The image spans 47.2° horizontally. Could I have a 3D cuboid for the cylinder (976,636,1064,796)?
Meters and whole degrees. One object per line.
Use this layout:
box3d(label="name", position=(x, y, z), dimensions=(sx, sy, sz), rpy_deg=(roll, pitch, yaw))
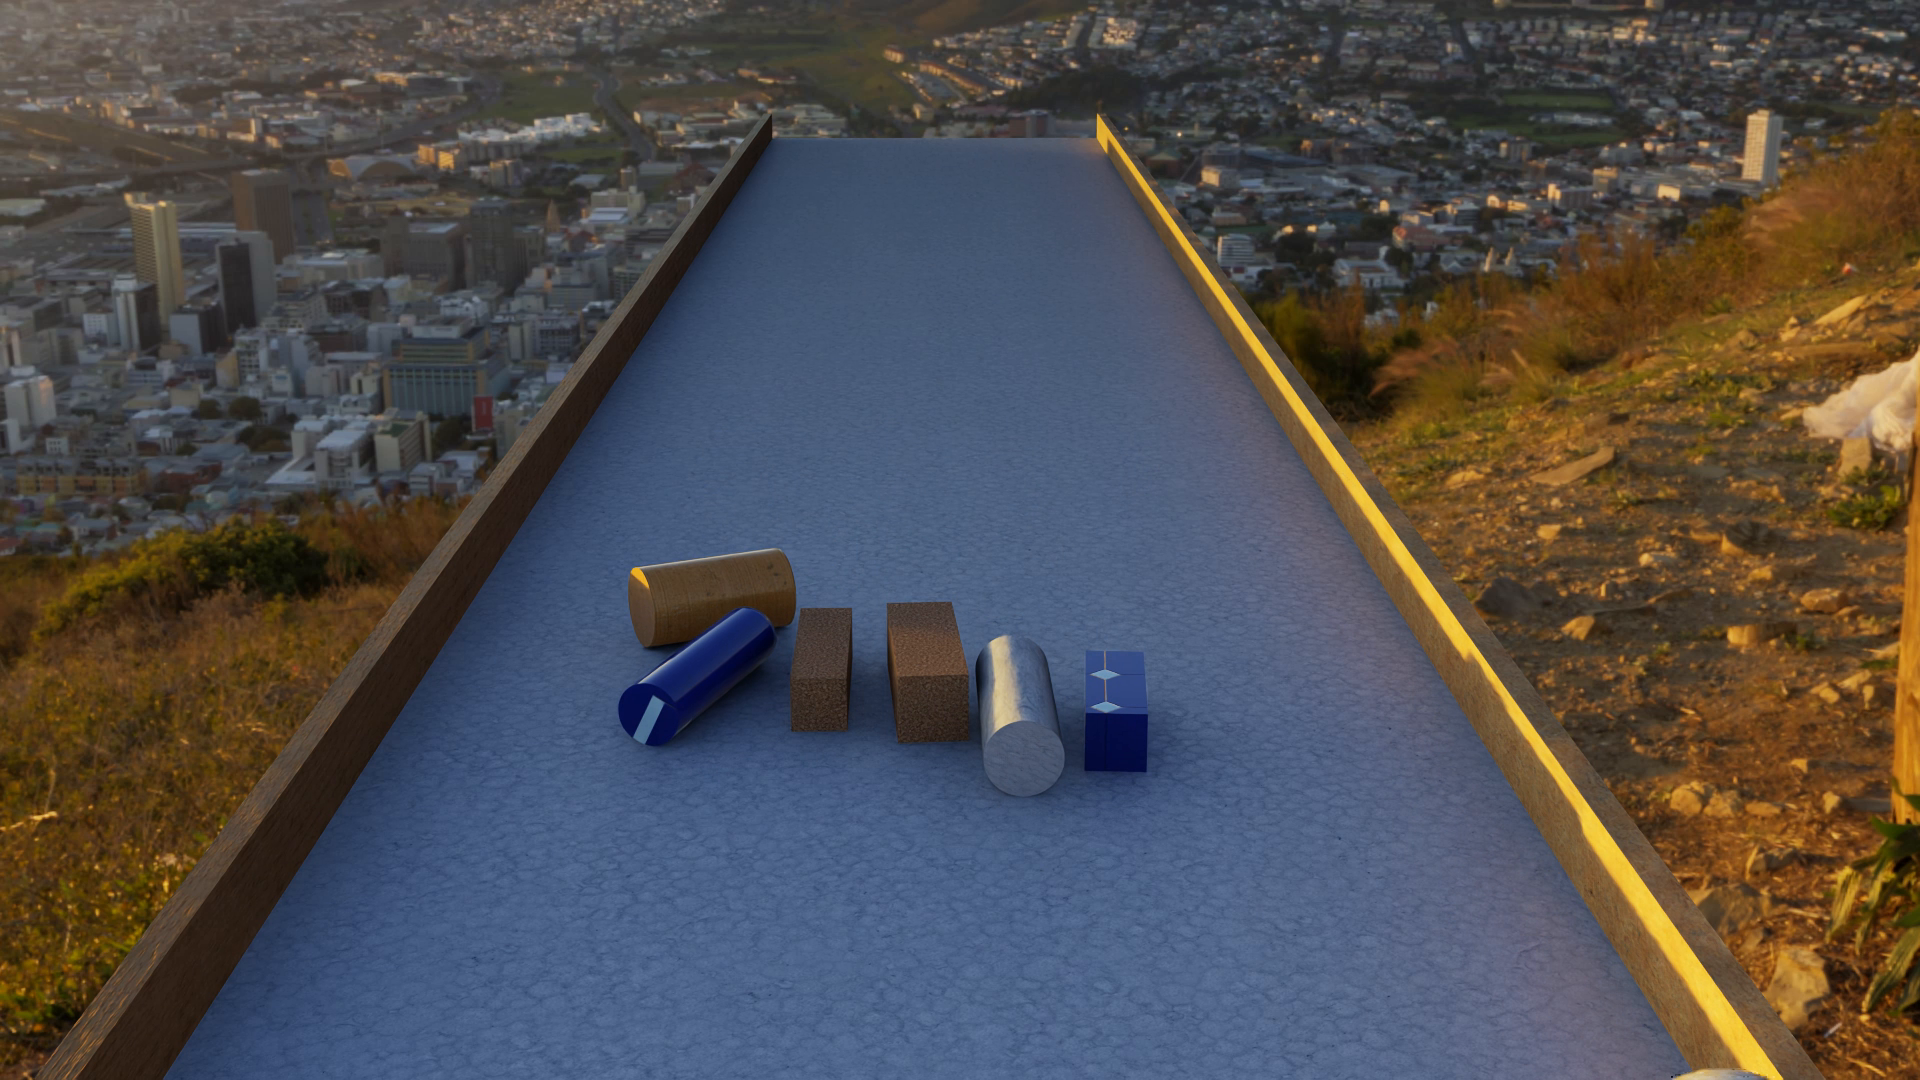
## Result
box3d(label="cylinder", position=(0.103, 0.308, 3.947), dimensions=(0.139, 0.139, 0.444), rpy_deg=(0, 17, -1))

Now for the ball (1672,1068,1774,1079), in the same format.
box3d(label="ball", position=(0.832, 0.709, 2.373), dimensions=(0.269, 0.269, 0.269), rpy_deg=(0, 17, 0))

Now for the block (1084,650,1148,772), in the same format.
box3d(label="block", position=(0.282, 0.308, 4.001), dimensions=(0.109, 0.109, 0.327), rpy_deg=(1, 17, 3))

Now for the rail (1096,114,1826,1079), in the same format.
box3d(label="rail", position=(0.932, -0.844, 7.801), dimensions=(0.050, 0.150, 12.000), rpy_deg=(0, 17, -1))

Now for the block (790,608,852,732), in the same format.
box3d(label="block", position=(-0.263, 0.244, 4.227), dimensions=(0.103, 0.103, 0.412), rpy_deg=(0, 17, -1))

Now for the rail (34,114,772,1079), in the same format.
box3d(label="rail", position=(-1.118, -0.838, 7.780), dimensions=(0.050, 0.150, 12.000), rpy_deg=(0, 17, -1))

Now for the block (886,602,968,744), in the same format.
box3d(label="block", position=(-0.064, 0.245, 4.177), dimensions=(0.129, 0.129, 0.423), rpy_deg=(-1, 17, -4))

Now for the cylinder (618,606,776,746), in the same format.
box3d(label="cylinder", position=(-0.491, 0.252, 4.170), dimensions=(0.120, 0.120, 0.460), rpy_deg=(5, 17, 17))

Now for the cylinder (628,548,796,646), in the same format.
box3d(label="cylinder", position=(-0.512, 0.117, 4.543), dimensions=(0.307, 0.165, 0.165), rpy_deg=(-8, 18, -25))
